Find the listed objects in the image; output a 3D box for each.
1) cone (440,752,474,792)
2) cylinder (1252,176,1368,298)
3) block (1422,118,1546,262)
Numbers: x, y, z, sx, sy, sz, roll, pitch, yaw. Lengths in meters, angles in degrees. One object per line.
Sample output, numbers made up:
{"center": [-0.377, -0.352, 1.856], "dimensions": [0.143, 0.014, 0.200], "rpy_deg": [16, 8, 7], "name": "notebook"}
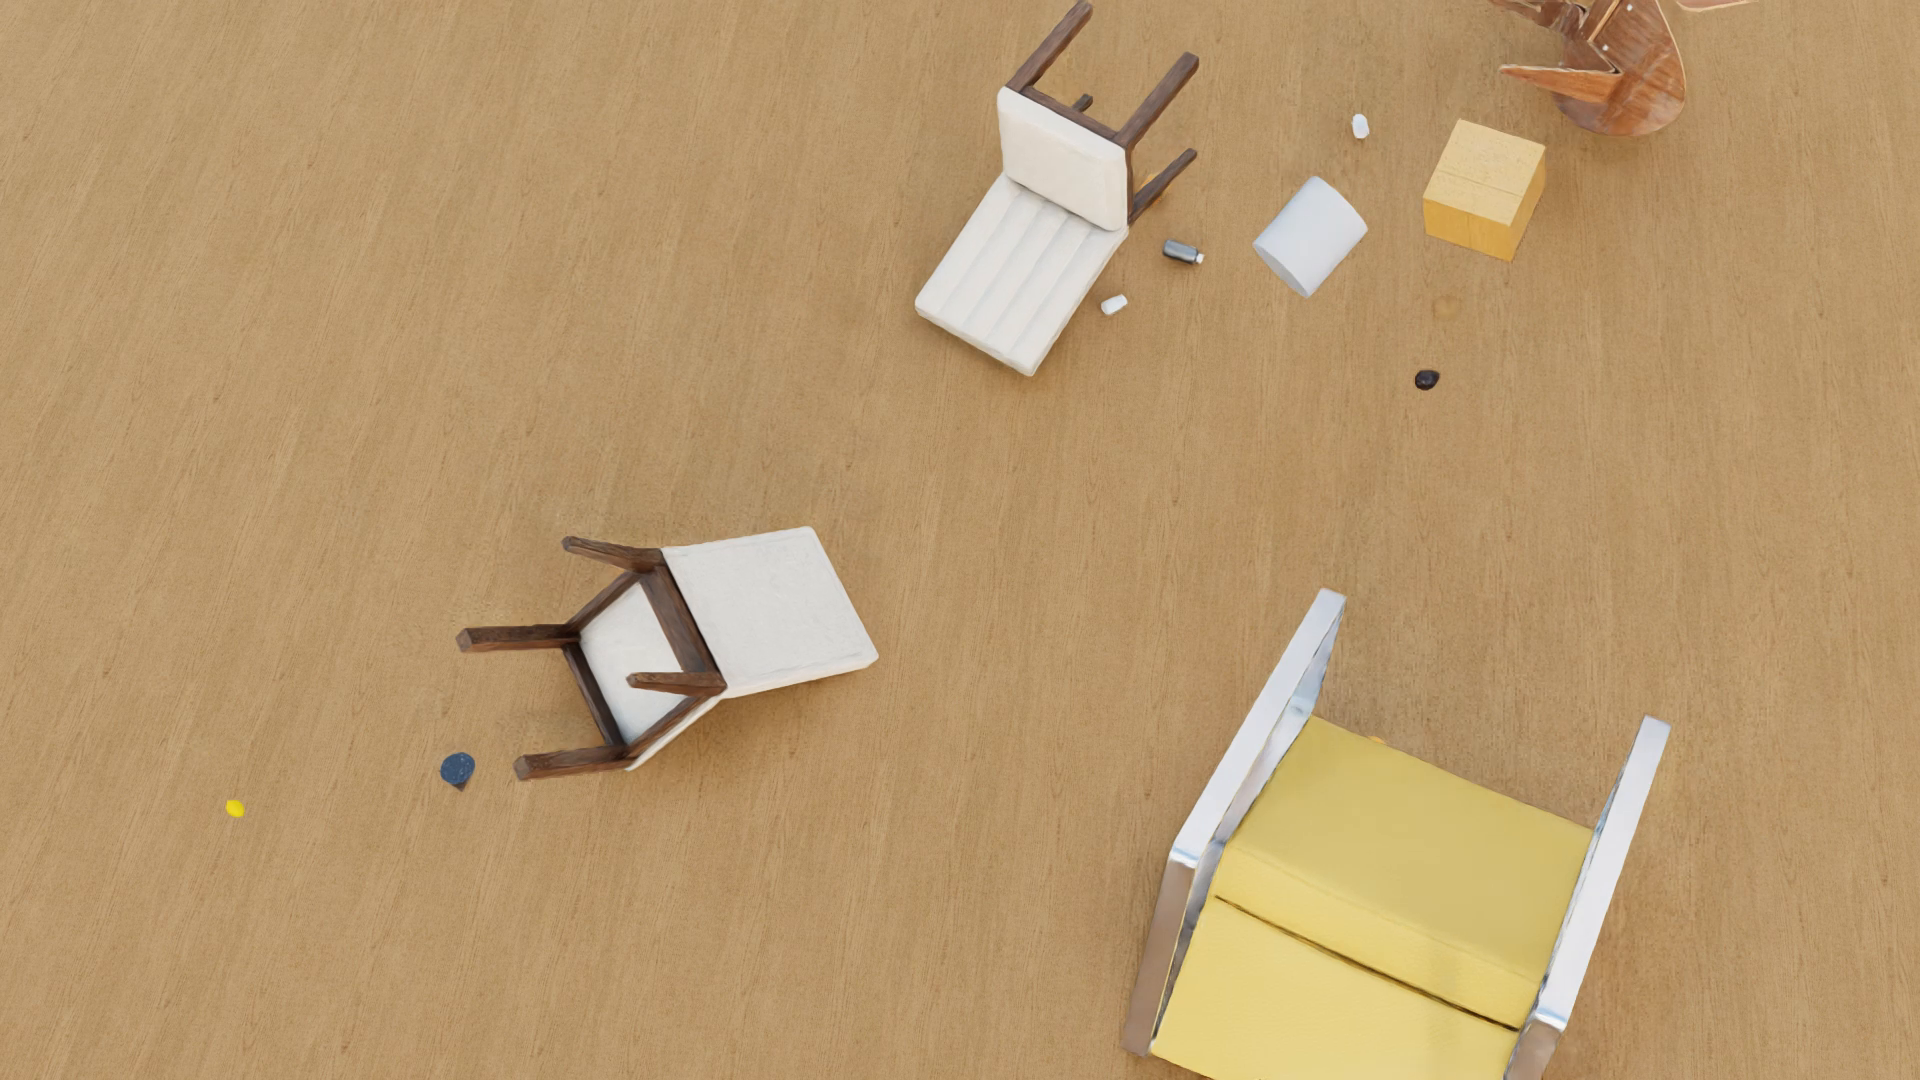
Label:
{"center": [-1.382, 0.663, 6.076], "dimensions": [0.094, 0.093, 0.120], "rpy_deg": [-2, 39, -3], "name": "cone"}
{"center": [1.078, -0.933, 6.768], "dimensions": [0.250, 0.131, 0.279], "rpy_deg": [42, 87, -17], "name": "cylinder"}
{"center": [1.643, -1.094, 6.884], "dimensions": [0.283, 0.270, 0.283], "rpy_deg": [23, 80, 20], "name": "block"}
